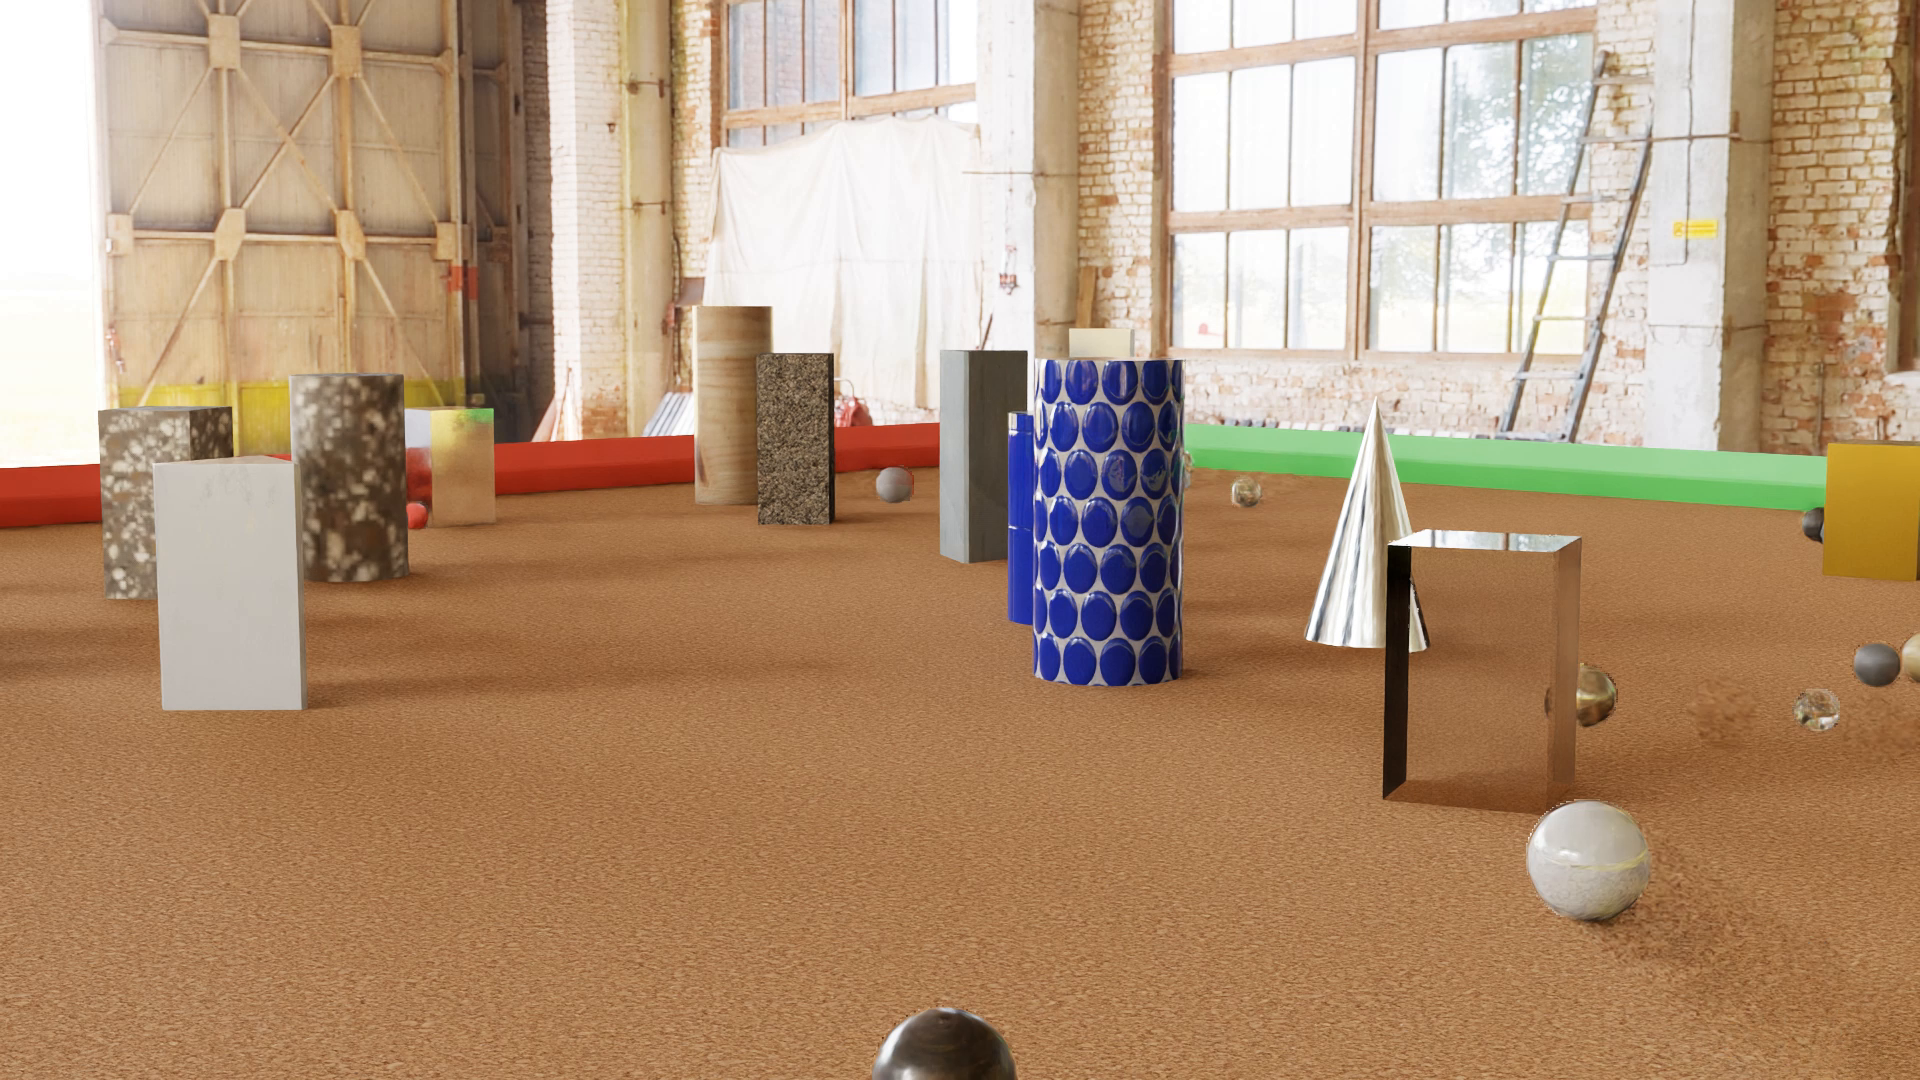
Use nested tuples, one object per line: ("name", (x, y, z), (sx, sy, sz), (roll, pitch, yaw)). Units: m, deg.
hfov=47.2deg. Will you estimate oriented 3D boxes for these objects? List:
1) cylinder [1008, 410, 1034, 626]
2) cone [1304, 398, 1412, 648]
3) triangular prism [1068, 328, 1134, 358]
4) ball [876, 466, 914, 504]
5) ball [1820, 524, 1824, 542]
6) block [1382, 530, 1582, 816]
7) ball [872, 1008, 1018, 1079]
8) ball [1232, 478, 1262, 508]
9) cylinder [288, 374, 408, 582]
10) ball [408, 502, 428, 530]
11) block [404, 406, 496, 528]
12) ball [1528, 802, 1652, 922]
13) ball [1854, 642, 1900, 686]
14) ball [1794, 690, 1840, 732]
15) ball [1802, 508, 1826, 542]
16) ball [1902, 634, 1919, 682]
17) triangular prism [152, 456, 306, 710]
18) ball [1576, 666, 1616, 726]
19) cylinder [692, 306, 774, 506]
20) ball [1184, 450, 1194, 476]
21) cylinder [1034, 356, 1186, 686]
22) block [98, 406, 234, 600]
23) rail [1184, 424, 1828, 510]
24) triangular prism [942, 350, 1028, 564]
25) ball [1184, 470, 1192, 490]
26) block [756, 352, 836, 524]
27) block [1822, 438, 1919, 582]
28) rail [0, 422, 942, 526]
("cylinder", (0.158, -0.034, 3.121), (0.181, 0.293, 0.181), (0, 6, 0))
("cone", (0.553, -0.031, 2.938), (0.181, 0.326, 0.181), (0, 6, 0))
("triangular prism", (0.335, -0.254, 4.704), (0.157, 0.395, 0.136), (4, 7, 35))
("ball", (-0.147, -0.124, 4.949), (0.083, 0.083, 0.083), (0, 6, 0))
("ball", (1.574, -0.013, 3.906), (0.084, 0.084, 0.084), (0, 6, 0))
("block", (0.478, 0.116, 2.008), (0.145, 0.232, 0.145), (3, 7, 25))
("ball", (-0.008, 0.285, 1.154), (0.077, 0.077, 0.077), (0, 6, 0))
("ball", (0.630, -0.103, 4.833), (0.067, 0.067, 0.067), (0, 6, 0))
("cylinder", (-1.005, -0.106, 3.621), (0.181, 0.331, 0.181), (0, 6, 0))
("ball", (-1.082, -0.046, 4.361), (0.054, 0.054, 0.054), (0, 6, 0))
("block", (-1.051, -0.151, 4.483), (0.145, 0.236, 0.145), (-6, 8, -44))
("ball", (0.456, 0.233, 1.596), (0.086, 0.086, 0.086), (0, 6, 0))
("ball", (1.073, 0.146, 2.572), (0.052, 0.052, 0.052), (0, 6, 0))
("ball", (0.897, 0.179, 2.302), (0.043, 0.043, 0.043), (0, 6, 0))
("ball", (1.619, -0.029, 4.137), (0.067, 0.067, 0.067), (0, 6, 0))
("ball", (1.140, 0.139, 2.582), (0.064, 0.064, 0.064), (0, 6, 0))
("triangular prism", (-0.804, 0.045, 2.483), (0.157, 0.272, 0.136), (0, 6, -2))
("ball", (0.662, 0.166, 2.330), (0.064, 0.064, 0.064), (0, 6, 0))
("cylinder", (-0.509, -0.305, 4.957), (0.181, 0.442, 0.181), (0, 6, 0))
("ball", (0.555, -0.189, 5.576), (0.080, 0.080, 0.080), (0, 6, 0))
("cylinder", (0.179, -0.027, 2.648), (0.181, 0.381, 0.181), (0, 6, 0))
("block", (-1.220, -0.060, 3.394), (0.145, 0.287, 0.145), (1, 6, 7))
("rail", (1.696, -0.136, 4.889), (0.045, 0.118, 4.218), (-6, 8, -42))
("triangular prism", (0.016, -0.152, 3.885), (0.136, 0.365, 0.157), (6, 8, 44))
("ball", (0.529, -0.146, 5.293), (0.054, 0.054, 0.054), (0, 6, 0))
("block", (-0.337, -0.210, 4.527), (0.145, 0.345, 0.145), (0, 6, 1))
("block", (1.527, -0.052, 3.642), (0.145, 0.219, 0.145), (4, 7, 35))
("rail", (-1.414, -0.132, 4.856), (4.663, 0.118, 0.045), (-6, 8, -42))
